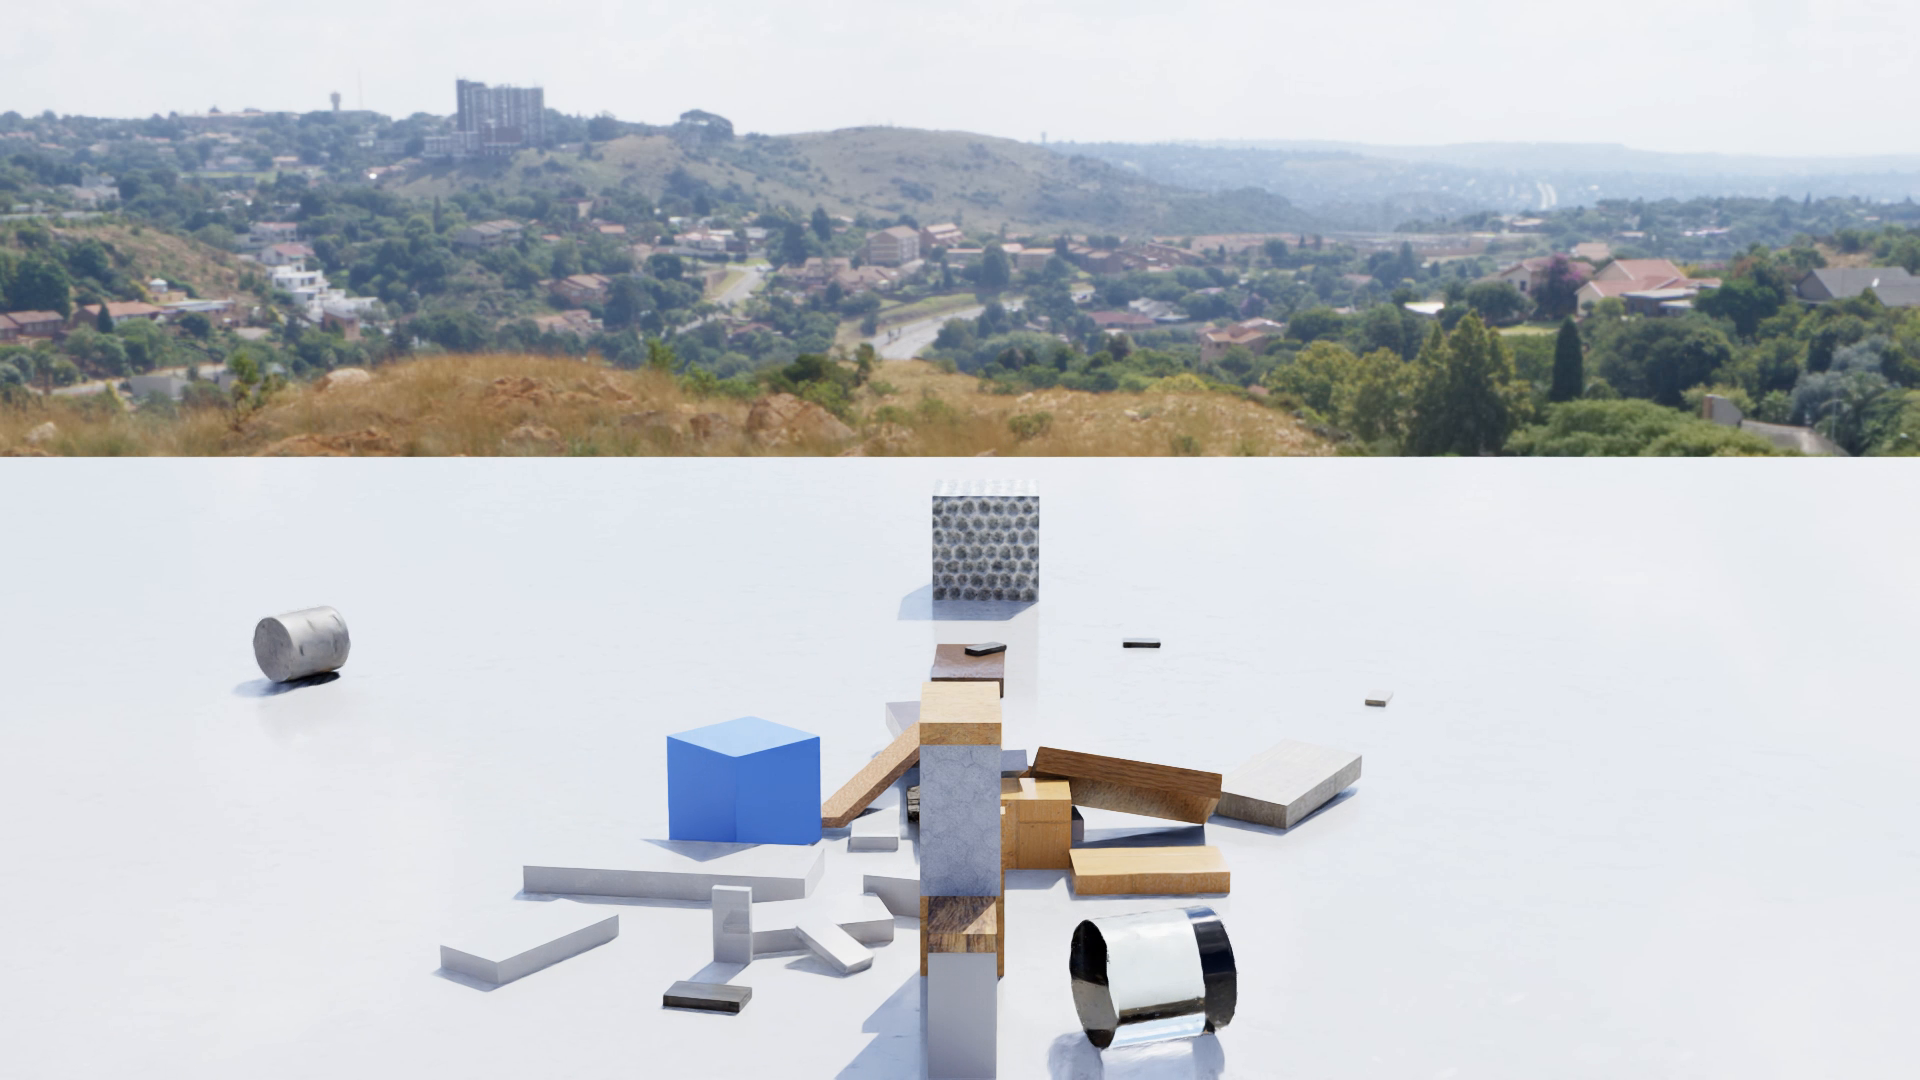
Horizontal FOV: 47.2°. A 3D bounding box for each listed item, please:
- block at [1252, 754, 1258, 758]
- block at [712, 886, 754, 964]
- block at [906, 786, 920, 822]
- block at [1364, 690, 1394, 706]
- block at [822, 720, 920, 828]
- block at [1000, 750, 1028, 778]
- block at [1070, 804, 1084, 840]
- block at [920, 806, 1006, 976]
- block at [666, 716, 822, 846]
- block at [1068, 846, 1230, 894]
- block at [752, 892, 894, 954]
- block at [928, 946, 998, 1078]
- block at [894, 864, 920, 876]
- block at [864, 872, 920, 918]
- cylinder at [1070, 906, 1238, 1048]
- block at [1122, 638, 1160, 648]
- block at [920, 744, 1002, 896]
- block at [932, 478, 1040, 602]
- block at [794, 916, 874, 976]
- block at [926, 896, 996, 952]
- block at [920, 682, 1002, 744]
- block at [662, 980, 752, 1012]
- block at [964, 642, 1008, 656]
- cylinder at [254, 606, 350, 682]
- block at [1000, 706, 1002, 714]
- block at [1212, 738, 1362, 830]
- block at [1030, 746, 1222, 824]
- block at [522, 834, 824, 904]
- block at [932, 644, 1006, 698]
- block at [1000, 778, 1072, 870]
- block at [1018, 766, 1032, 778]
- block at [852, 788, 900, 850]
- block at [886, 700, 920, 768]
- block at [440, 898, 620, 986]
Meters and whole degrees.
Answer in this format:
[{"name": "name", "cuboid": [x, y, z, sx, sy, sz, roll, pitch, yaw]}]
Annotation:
[{"name": "block", "cuboid": [0.666, 0.448, 4.374, 0.158, 0.022, 0.079, 0, 11, -2]}, {"name": "block", "cuboid": [-0.348, 0.588, 3.361, 0.059, 0.117, 0.017, 2, 11, 10]}, {"name": "block", "cuboid": [-0.059, 0.486, 4.050, 0.076, 0.022, 0.152, 1, 11, -3]}, {"name": "block", "cuboid": [0.936, 0.353, 4.911, 0.046, 0.013, 0.093, 4, 11, 21]}, {"name": "block", "cuboid": [-0.147, 0.435, 4.114, 0.079, 0.022, 0.357, -6, 22, 39]}, {"name": "block", "cuboid": [0.026, 0.421, 3.944, 0.129, 0.037, 0.258, -1, -16, -14]}, {"name": "block", "cuboid": [0.141, 0.498, 4.062, 0.129, 0.037, 0.258, -1, 11, -8]}, {"name": "block", "cuboid": [0.004, 0.528, 3.306, 0.127, 0.254, 0.036, 0, 11, 0]}, {"name": "block", "cuboid": [-0.386, 0.443, 3.928, 0.194, 0.194, 0.194, -10, 15, -44]}, {"name": "block", "cuboid": [0.319, 0.560, 3.728, 0.258, 0.037, 0.129, -1, 11, -3]}, {"name": "block", "cuboid": [-0.243, 0.607, 3.481, 0.254, 0.036, 0.127, -3, 11, -15]}, {"name": "block", "cuboid": [0.003, 0.630, 2.949, 0.092, 0.184, 0.026, 0, 11, 0]}, {"name": "block", "cuboid": [-0.085, 0.575, 3.699, 0.063, 0.018, 0.127, 10, 14, 42]}, {"name": "block", "cuboid": [-0.094, 0.576, 3.569, 0.127, 0.063, 0.018, 3, 11, 16]}, {"name": "cylinder", "cuboid": [0.269, 0.610, 3.076, 0.177, 0.177, 0.177, -4, 11, -19]}, {"name": "block", "cuboid": [0.449, 0.254, 5.441, 0.093, 0.013, 0.046, 0, 11, 2]}, {"name": "block", "cuboid": [0.001, 0.380, 3.036, 0.111, 0.222, 0.031, 0, 11, 0]}, {"name": "block", "cuboid": [0.074, -0.003, 6.070, 0.289, 0.289, 0.289, 0, 11, 2]}, {"name": "block", "cuboid": [-0.193, 0.619, 3.365, 0.117, 0.017, 0.059, 32, 28, 35]}, {"name": "block", "cuboid": [0.003, 0.515, 2.990, 0.092, 0.026, 0.184, 0, 11, 0]}, {"name": "block", "cuboid": [0.001, 0.242, 3.086, 0.111, 0.031, 0.222, 0, 11, 0]}, {"name": "block", "cuboid": [-0.368, 0.666, 3.212, 0.117, 0.017, 0.059, 2, 11, 13]}, {"name": "block", "cuboid": [0.061, 0.256, 5.178, 0.093, 0.013, 0.046, -10, 14, -42]}, {"name": "cylinder", "cuboid": [-1.533, 0.241, 5.122, 0.154, 0.154, 0.154, 8, 13, 37]}, {"name": "block", "cuboid": [0.005, 0.407, 4.528, 0.163, 0.046, 0.326, 0, 11, 1]}, {"name": "block", "cuboid": [0.618, 0.460, 4.176, 0.165, 0.047, 0.329, 10, 17, 33]}, {"name": "block", "cuboid": [0.294, 0.444, 3.964, 0.329, 0.047, 0.165, 9, -24, -1]}, {"name": "block", "cuboid": [-0.481, 0.557, 3.720, 0.479, 0.047, 0.165, 1, 11, 8]}, {"name": "block", "cuboid": [0.022, 0.301, 5.099, 0.163, 0.046, 0.326, 0, 11, 2]}, {"name": "block", "cuboid": [0.128, 0.494, 3.841, 0.125, 0.125, 0.125, 0, 11, 0]}, {"name": "block", "cuboid": [0.069, 0.426, 4.092, 0.168, 0.024, 0.084, 13, -15, -14]}, {"name": "block", "cuboid": [-0.153, 0.510, 4.035, 0.084, 0.024, 0.290, 0, 11, -1]}, {"name": "block", "cuboid": [-0.044, 0.384, 4.397, 0.163, 0.046, 0.326, -2, 11, -10]}, {"name": "block", "cuboid": [-0.664, 0.620, 3.409, 0.127, 0.036, 0.254, 7, 13, 35]}]
